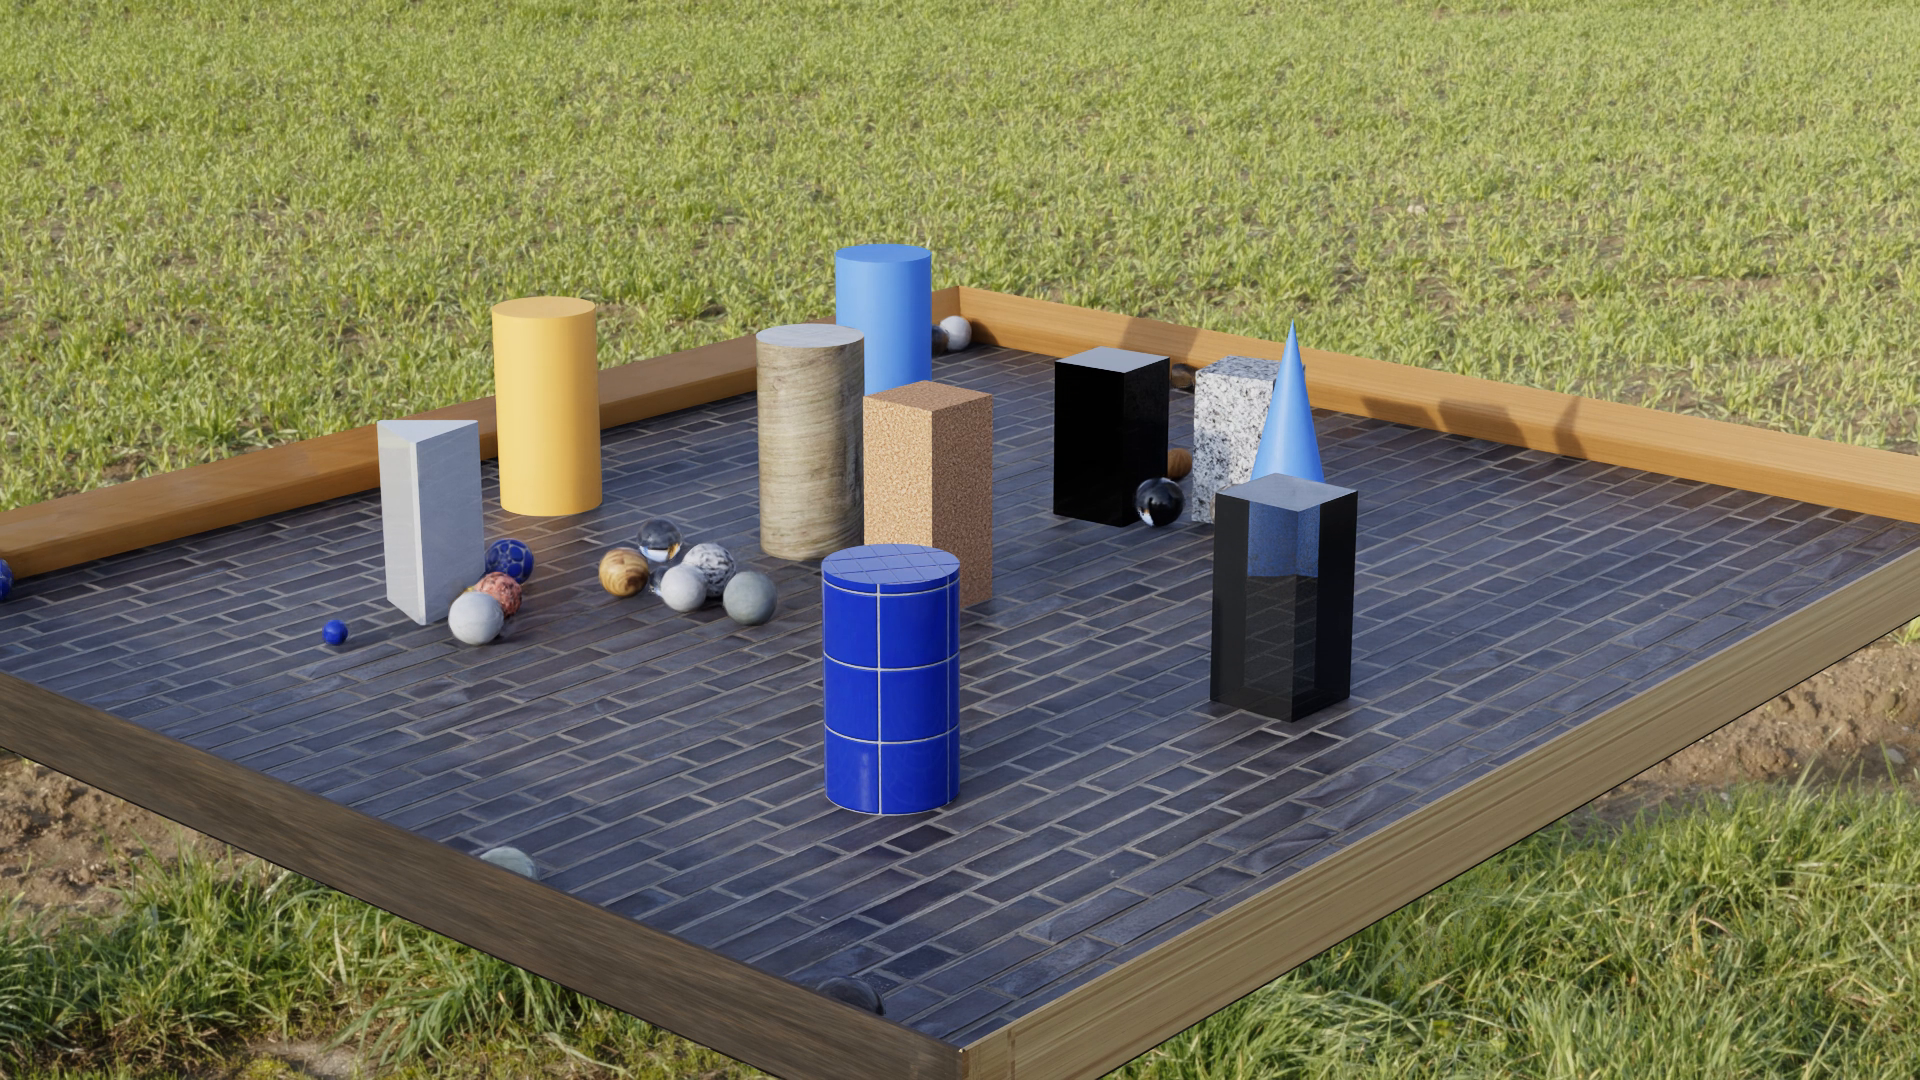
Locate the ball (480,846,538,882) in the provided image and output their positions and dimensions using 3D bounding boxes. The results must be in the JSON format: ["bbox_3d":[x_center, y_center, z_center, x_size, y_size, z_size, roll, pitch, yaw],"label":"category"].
[{"bbox_3d":[-0.594,0.444,3.823,0.089,0.089,0.089,0,17,0],"label":"ball"}]

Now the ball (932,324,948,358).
[{"bbox_3d":[-0.068,-0.467,6.864,0.078,0.078,0.078,0,17,0],"label":"ball"}]

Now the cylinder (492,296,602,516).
[{"bbox_3d":[-0.793,-0.259,5.639,0.196,0.386,0.196,0,17,0],"label":"cylinder"}]

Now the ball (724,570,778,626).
[{"bbox_3d":[-0.354,0.098,4.965,0.092,0.092,0.092,0,17,0],"label":"ball"}]

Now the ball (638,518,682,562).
[{"bbox_3d":[-0.544,0.000,5.313,0.079,0.079,0.079,0,17,0],"label":"ball"}]

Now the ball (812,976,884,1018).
[{"bbox_3d":[-0.137,0.558,3.430,0.097,0.097,0.097,0,17,0],"label":"ball"}]

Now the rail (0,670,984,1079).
[{"bbox_3d":[-0.980,0.358,4.039,2.645,0.127,0.045,14,22,39],"label":"rail"}]

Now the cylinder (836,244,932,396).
[{"bbox_3d":[-0.156,-0.386,6.018,0.196,0.411,0.196,0,17,0],"label":"cylinder"}]

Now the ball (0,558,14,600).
[{"bbox_3d":[-1.684,0.068,5.074,0.087,0.087,0.087,0,17,0],"label":"ball"}]

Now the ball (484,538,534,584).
[{"bbox_3d":[-0.795,0.041,5.163,0.088,0.088,0.088,0,17,0],"label":"ball"}]

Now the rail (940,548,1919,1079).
[{"bbox_3d":[0.981,0.278,4.305,0.045,0.127,3.038,14,22,39],"label":"rail"}]

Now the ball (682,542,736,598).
[{"bbox_3d":[-0.439,0.052,5.113,0.095,0.095,0.095,0,17,0],"label":"ball"}]

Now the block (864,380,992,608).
[{"bbox_3d":[-0.055,-0.072,5.058,0.157,0.365,0.157,14,22,39],"label":"block"}]

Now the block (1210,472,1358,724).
[{"bbox_3d":[0.504,0.088,4.572,0.157,0.339,0.157,15,22,40],"label":"block"}]

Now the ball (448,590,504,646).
[{"bbox_3d":[-0.802,0.129,4.864,0.091,0.091,0.091,0,17,0],"label":"ball"}]

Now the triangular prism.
[{"bbox_3d":[-0.932,-0.040,5.030,0.147,0.320,0.170,10,19,29],"label":"triangular prism"}]

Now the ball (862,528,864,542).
[{"bbox_3d":[-0.144,-0.010,5.360,0.071,0.071,0.071,0,17,0],"label":"ball"}]

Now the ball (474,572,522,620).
[{"bbox_3d":[-0.787,0.096,4.989,0.083,0.083,0.083,0,17,0],"label":"ball"}]

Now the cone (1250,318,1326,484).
[{"bbox_3d":[0.596,-0.188,5.313,0.196,0.438,0.196,0,17,0],"label":"cone"}]

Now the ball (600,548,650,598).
[{"bbox_3d":[-0.585,0.056,5.113,0.087,0.087,0.087,0,17,0],"label":"ball"}]

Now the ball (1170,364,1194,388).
[{"bbox_3d":[0.498,-0.367,6.571,0.056,0.056,0.056,0,17,0],"label":"ball"}]

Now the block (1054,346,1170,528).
[{"bbox_3d":[0.288,-0.198,5.587,0.157,0.300,0.157,12,21,35],"label":"block"}]

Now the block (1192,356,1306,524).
[{"bbox_3d":[0.548,-0.185,5.562,0.157,0.290,0.157,9,19,28],"label":"block"}]

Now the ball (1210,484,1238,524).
[{"bbox_3d":[0.514,-0.057,5.468,0.098,0.098,0.098,0,17,0],"label":"ball"}]

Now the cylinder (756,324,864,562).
[{"bbox_3d":[-0.271,-0.180,5.360,0.196,0.397,0.196,0,17,0],"label":"cylinder"}]

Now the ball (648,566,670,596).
[{"bbox_3d":[-0.516,0.072,5.117,0.054,0.054,0.054,0,17,0],"label":"ball"}]

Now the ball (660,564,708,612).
[{"bbox_3d":[-0.474,0.082,5.036,0.082,0.082,0.082,0,17,0],"label":"ball"}]

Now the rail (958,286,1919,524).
[{"bbox_3d":[0.980,-0.294,6.201,2.645,0.127,0.045,14,22,39],"label":"rail"}]

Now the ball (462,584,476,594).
[{"bbox_3d":[-0.834,0.100,5.039,0.046,0.046,0.046,0,17,0],"label":"ball"}]

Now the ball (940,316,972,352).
[{"bbox_3d":[-0.012,-0.487,6.920,0.084,0.084,0.084,0,17,0],"label":"ball"}]

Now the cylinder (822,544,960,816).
[{"bbox_3d":[-0.098,0.198,4.200,0.196,0.343,0.196,0,17,0],"label":"cylinder"}]

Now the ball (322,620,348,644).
[{"bbox_3d":[-1.037,0.152,4.872,0.042,0.042,0.042,0,17,0],"label":"ball"}]

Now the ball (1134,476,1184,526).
[{"bbox_3d":[0.375,-0.072,5.526,0.094,0.094,0.094,0,17,0],"label":"ball"}]

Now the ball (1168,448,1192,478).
[{"bbox_3d":[0.434,-0.153,5.852,0.061,0.061,0.061,0,17,0],"label":"ball"}]

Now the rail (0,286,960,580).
[{"bbox_3d":[-0.981,-0.214,5.935,0.045,0.127,3.038,14,22,39],"label":"rail"}]
